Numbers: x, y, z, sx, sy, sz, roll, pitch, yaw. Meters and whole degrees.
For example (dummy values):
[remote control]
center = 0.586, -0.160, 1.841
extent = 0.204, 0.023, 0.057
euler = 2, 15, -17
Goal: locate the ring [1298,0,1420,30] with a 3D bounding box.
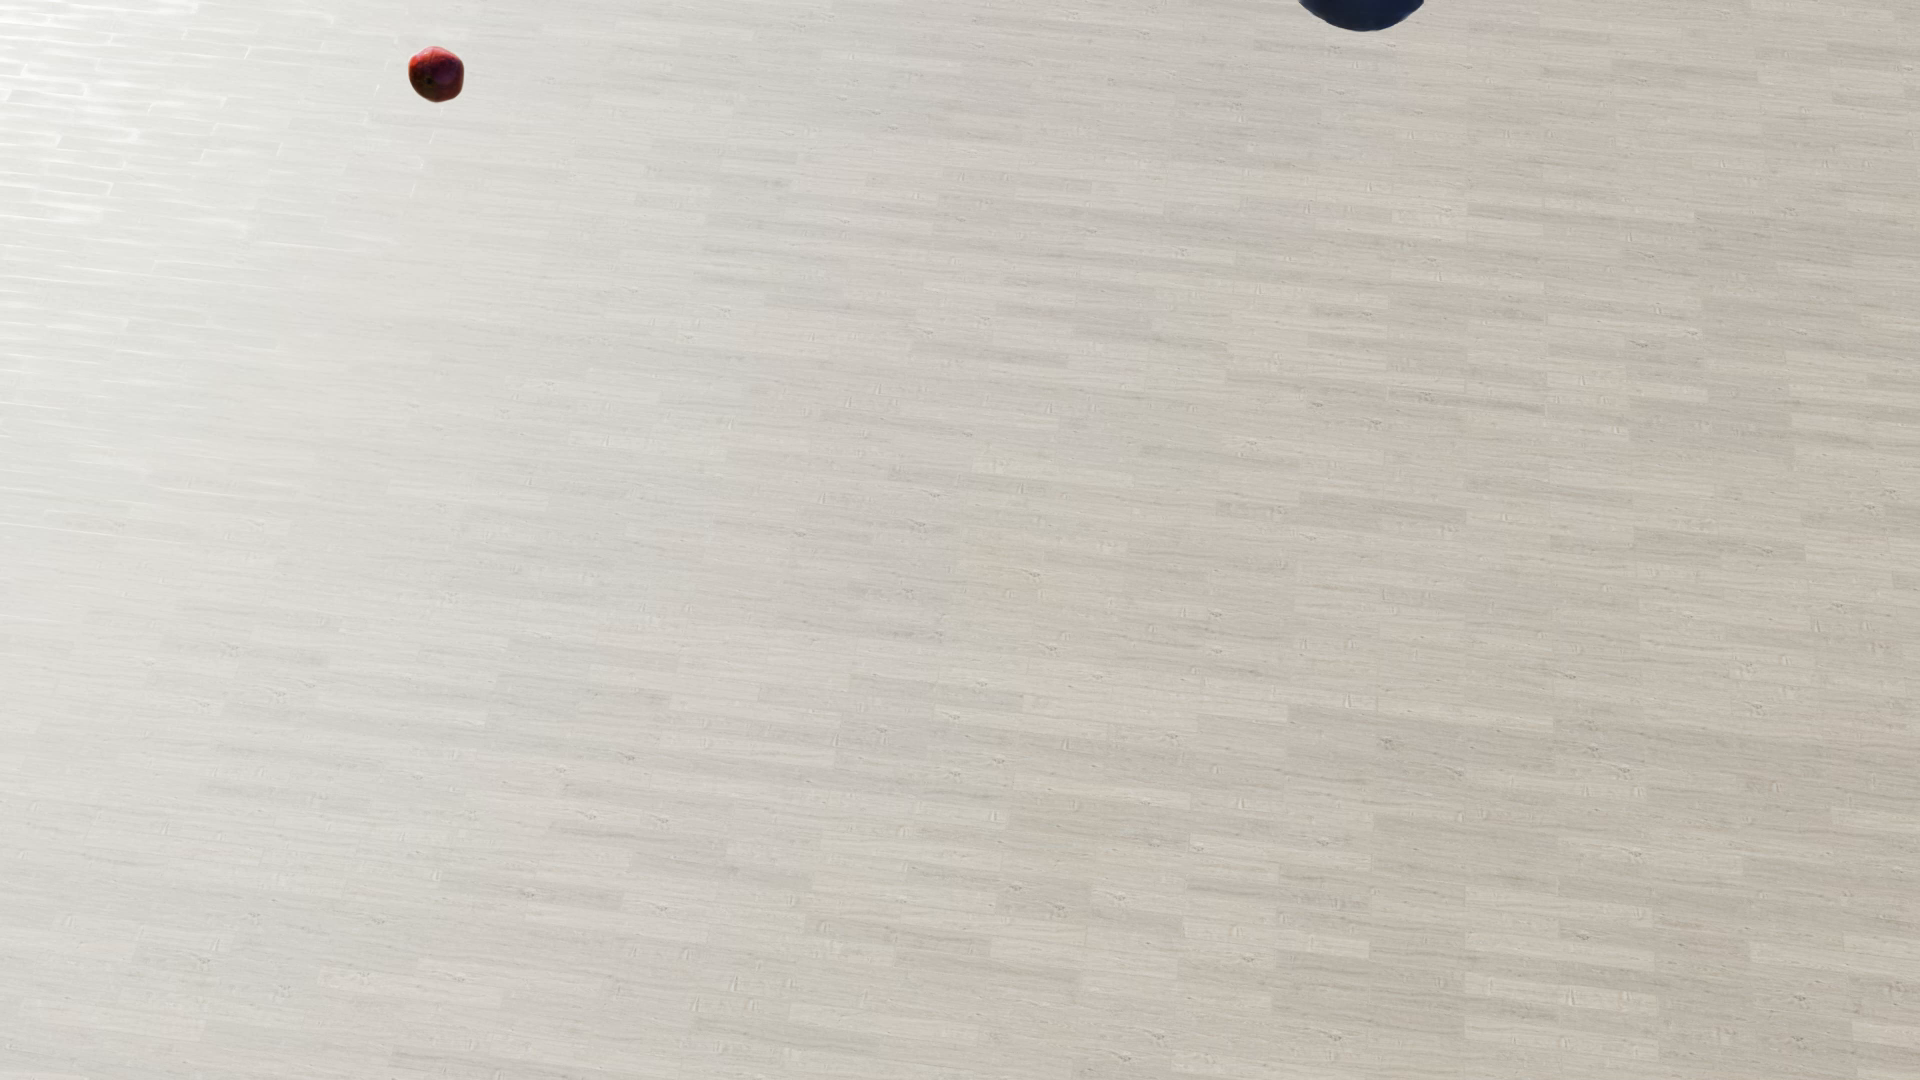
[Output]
[ring]
center = 0.483, -0.798, 2.750
extent = 0.337, 0.110, 0.326
euler = 7, 77, -42
